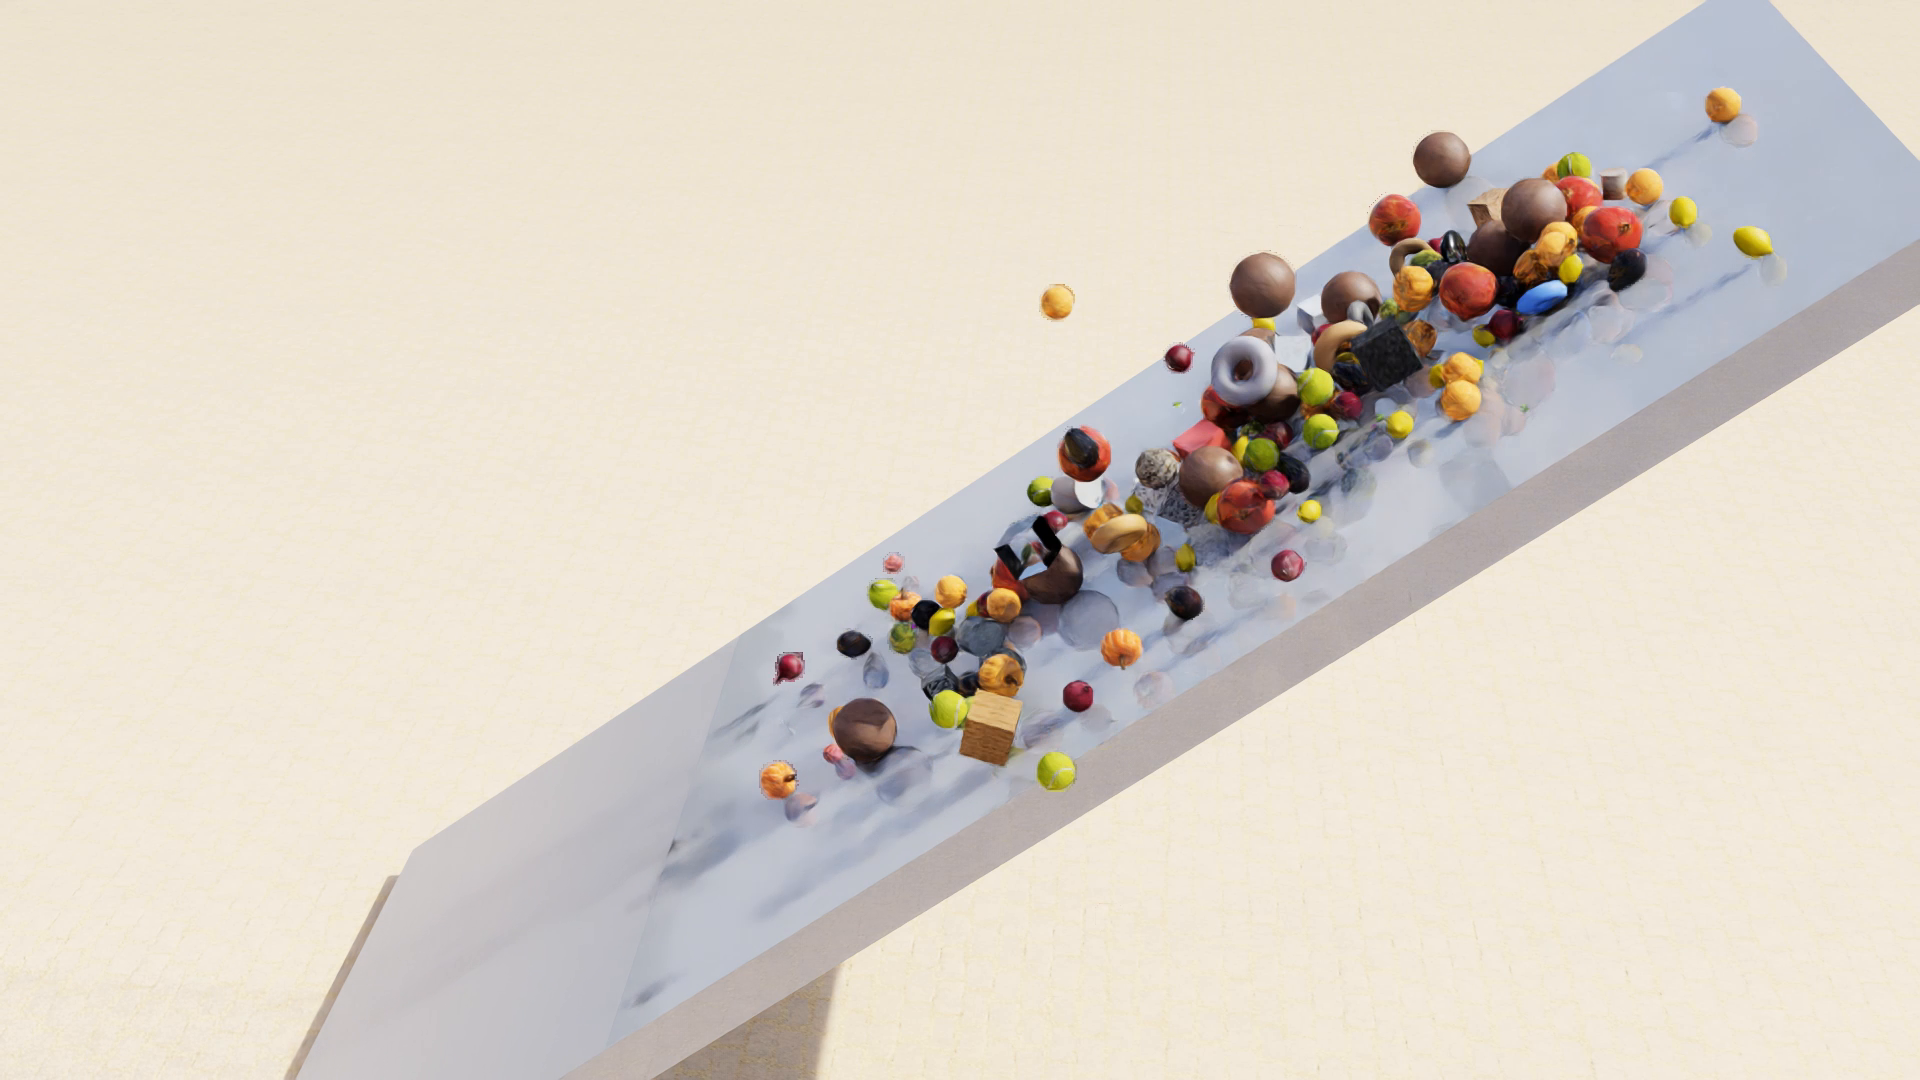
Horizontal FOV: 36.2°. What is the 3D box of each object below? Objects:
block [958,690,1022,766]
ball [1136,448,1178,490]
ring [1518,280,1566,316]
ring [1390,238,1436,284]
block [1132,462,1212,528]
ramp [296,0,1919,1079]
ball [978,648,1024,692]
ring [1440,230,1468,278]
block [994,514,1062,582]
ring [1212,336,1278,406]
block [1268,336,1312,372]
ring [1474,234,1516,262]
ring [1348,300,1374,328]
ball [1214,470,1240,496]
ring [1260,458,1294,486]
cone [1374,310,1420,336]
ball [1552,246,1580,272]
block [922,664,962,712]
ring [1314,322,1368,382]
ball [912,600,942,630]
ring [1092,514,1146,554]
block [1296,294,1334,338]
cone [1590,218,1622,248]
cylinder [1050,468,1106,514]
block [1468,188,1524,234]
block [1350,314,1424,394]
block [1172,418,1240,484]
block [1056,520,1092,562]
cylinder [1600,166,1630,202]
[{"bbox_3d":[0.058,0.351,5.493,0.090,0.090,0.090,16,38,4],"label":"block"},{"bbox_3d":[0.392,-0.143,5.867,0.084,0.084,0.084,0,22,0],"label":"ball"},{"bbox_3d":[1.115,-0.464,5.637,0.102,0.034,0.102,-21,-14,-6],"label":"ring"},{"bbox_3d":[0.963,-0.593,6.257,0.098,0.098,0.033,3,7,7],"label":"ring"},{"bbox_3d":[0.430,-0.101,5.964,0.096,0.096,0.096,21,17,-42],"label":"block"},{"bbox_3d":[0.133,0.176,6.311,4.000,0.100,2.000,-33,16,16],"label":"ramp"},{"bbox_3d":[0.082,0.257,5.830,0.090,0.090,0.090,0,22,0],"label":"ball"},{"bbox_3d":[1.006,-0.581,5.985,0.033,0.098,0.098,-9,16,29],"label":"ring"},{"bbox_3d":[0.135,0.014,5.795,0.082,0.082,0.082,-22,22,38],"label":"block"},{"bbox_3d":[0.577,-0.343,5.976,0.146,0.146,0.049,14,-1,31],"label":"ring"},{"bbox_3d":[0.686,-0.388,6.134,0.075,0.075,0.075,1,2,-6],"label":"block"},{"bbox_3d":[1.117,-0.608,6.131,0.094,0.031,0.094,-23,19,8],"label":"ring"},{"bbox_3d":[0.830,-0.449,6.090,0.031,0.094,0.094,-13,14,29],"label":"ring"},{"bbox_3d":[0.540,-0.114,5.960,0.053,0.053,0.053,0,22,0],"label":"ball"},{"bbox_3d":[0.633,-0.135,5.867,0.078,0.026,0.078,-33,16,11],"label":"ring"},{"bbox_3d":[0.908,-0.445,6.024,0.083,0.083,0.083,-36,14,18],"label":"cone"},{"bbox_3d":[1.193,-0.554,5.786,0.052,0.052,0.052,0,22,0],"label":"ball"},{"bbox_3d":[-0.037,0.301,6.021,0.060,0.060,0.060,-34,16,11],"label":"block"},{"bbox_3d":[0.789,-0.384,6.012,0.134,0.134,0.045,-3,26,-8],"label":"ring"},{"bbox_3d":[-0.073,0.165,6.482,0.068,0.068,0.068,0,22,0],"label":"ball"},{"bbox_3d":[0.314,-0.012,5.805,0.117,0.117,0.039,-13,67,-29],"label":"ring"},{"bbox_3d":[0.779,-0.491,6.444,0.058,0.058,0.058,-29,47,-21],"label":"block"},{"bbox_3d":[1.249,-0.589,5.708,0.057,0.057,0.057,-13,21,4],"label":"cone"},{"bbox_3d":[0.261,-0.107,6.490,0.089,0.089,0.089,-17,1,-36],"label":"cylinder"},{"bbox_3d":[1.101,-0.677,6.046,0.069,0.069,0.069,-33,17,-17],"label":"block"},{"bbox_3d":[0.806,-0.353,5.566,0.097,0.097,0.097,-31,12,12],"label":"block"},{"bbox_3d":[0.508,-0.183,6.082,0.085,0.085,0.085,-36,30,-9],"label":"block"},{"bbox_3d":[0.242,0.003,6.274,0.057,0.057,0.057,-38,15,-4],"label":"block"},{"bbox_3d":[1.313,-0.714,5.899,0.052,0.052,0.052,-13,24,6],"label":"cylinder"}]
